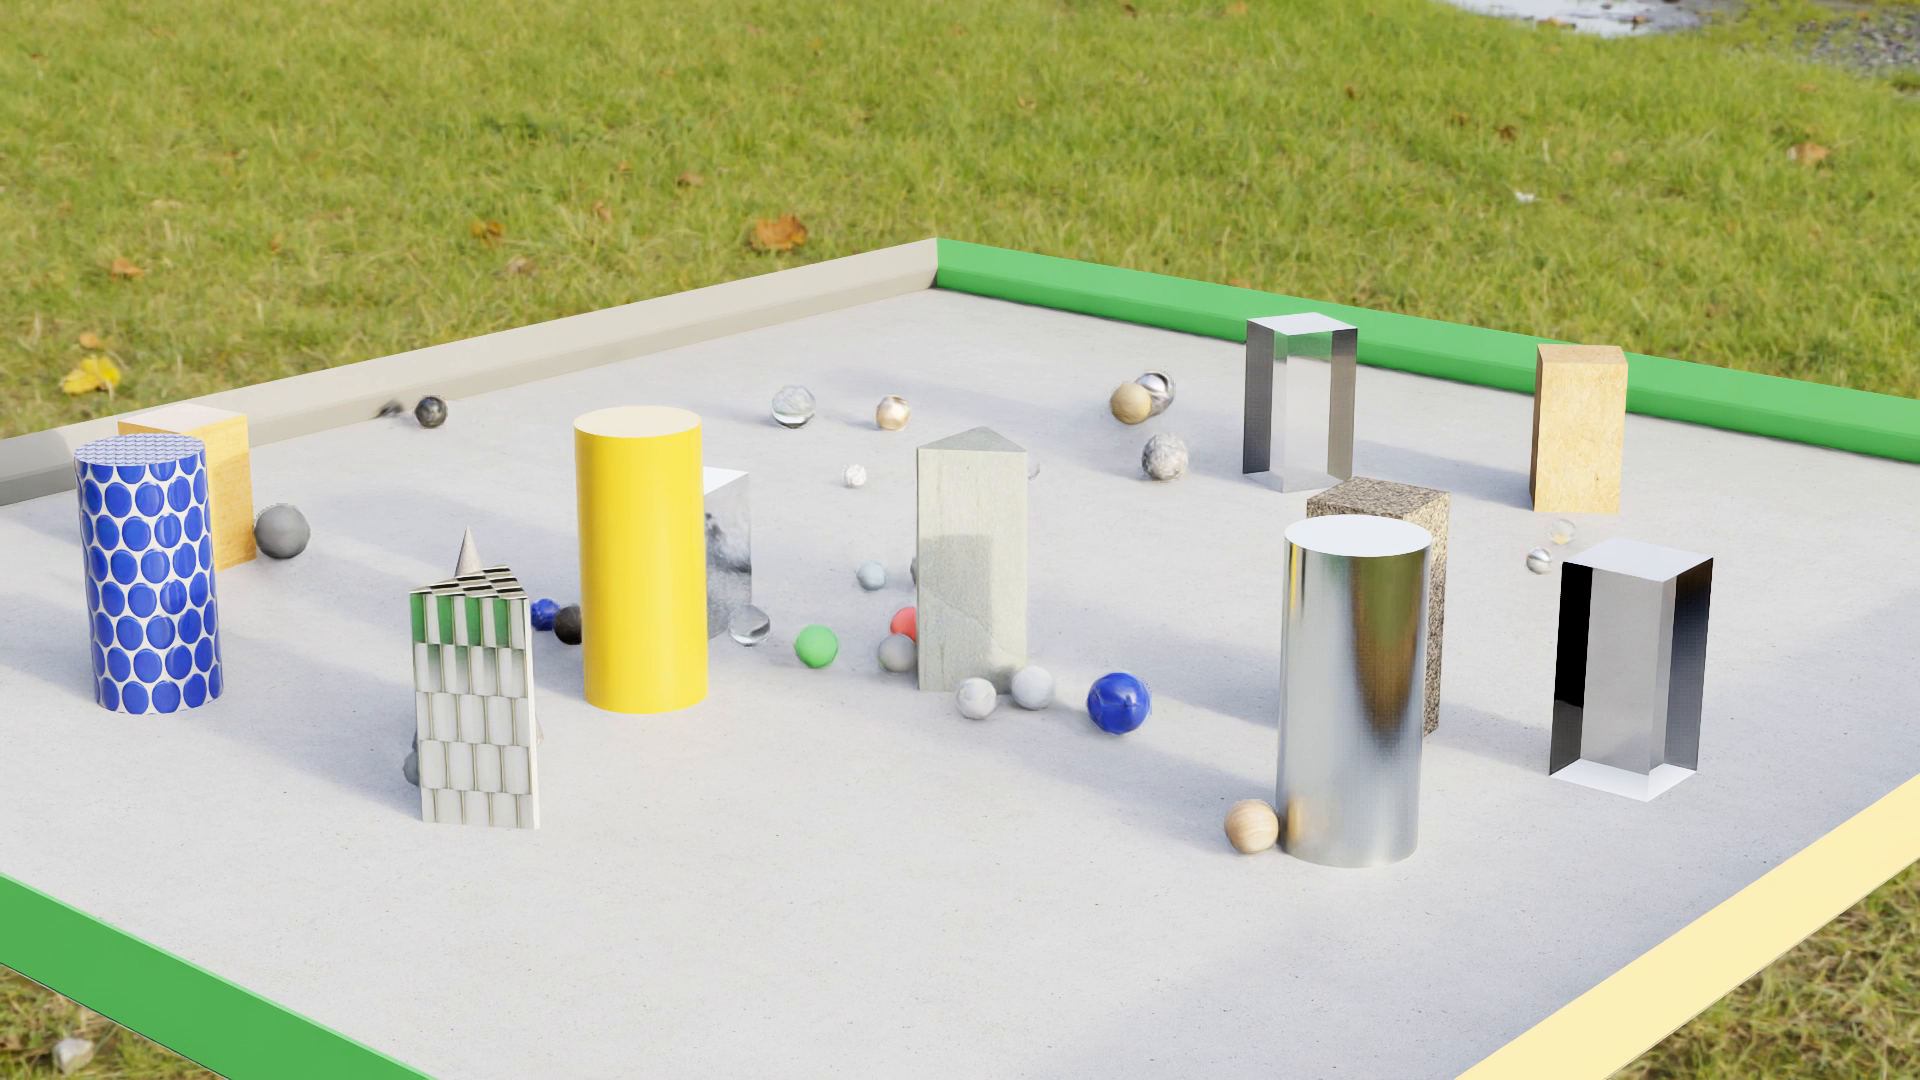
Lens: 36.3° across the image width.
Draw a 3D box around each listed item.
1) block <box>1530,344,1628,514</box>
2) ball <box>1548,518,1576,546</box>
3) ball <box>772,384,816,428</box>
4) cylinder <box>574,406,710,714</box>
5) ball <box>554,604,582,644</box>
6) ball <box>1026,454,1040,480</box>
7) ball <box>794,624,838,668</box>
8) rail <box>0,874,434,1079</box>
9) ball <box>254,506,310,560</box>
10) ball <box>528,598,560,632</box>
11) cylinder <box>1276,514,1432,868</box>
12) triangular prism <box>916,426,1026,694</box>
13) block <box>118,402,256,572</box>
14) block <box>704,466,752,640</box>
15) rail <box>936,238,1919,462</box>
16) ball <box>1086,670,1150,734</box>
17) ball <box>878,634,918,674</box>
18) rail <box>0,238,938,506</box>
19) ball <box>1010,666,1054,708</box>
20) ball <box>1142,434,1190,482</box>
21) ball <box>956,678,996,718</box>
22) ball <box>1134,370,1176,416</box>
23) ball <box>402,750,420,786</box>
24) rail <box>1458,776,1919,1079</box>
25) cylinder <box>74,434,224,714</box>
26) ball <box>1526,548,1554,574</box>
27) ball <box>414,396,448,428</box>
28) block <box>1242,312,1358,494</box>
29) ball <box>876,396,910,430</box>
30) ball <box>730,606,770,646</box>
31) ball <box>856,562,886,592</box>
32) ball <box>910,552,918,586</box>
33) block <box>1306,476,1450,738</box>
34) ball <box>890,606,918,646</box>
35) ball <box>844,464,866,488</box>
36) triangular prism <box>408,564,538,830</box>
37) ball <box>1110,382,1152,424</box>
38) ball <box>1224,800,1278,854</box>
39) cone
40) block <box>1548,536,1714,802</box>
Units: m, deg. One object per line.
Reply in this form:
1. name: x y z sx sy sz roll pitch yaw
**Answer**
1. block: 1.191 -0.215 5.656 0.158 0.294 0.158 2 17 7
2. ball: 1.112 -0.015 5.417 0.049 0.049 0.049 0 17 0
3. ball: -0.352 -0.283 6.230 0.094 0.094 0.094 0 17 0
4. cylinder: -0.497 0.030 4.585 0.197 0.444 0.197 0 17 0
5. ball: -0.642 0.141 4.869 0.067 0.067 0.067 0 17 0
6. ball: 0.134 -0.146 5.846 0.052 0.052 0.052 0 17 0
7. ball: -0.233 0.172 4.759 0.070 0.070 0.070 0 17 0
8. rail: -1.255 0.449 3.736 3.529 0.128 0.045 14 22 39
9. ball: -1.230 -0.013 5.324 0.099 0.099 0.099 0 17 0
10. ball: -0.699 0.126 4.935 0.057 0.057 0.057 0 17 0
11. cylinder: 0.535 0.205 4.005 0.197 0.442 0.197 0 17 0
12. triangular prism: 0.027 0.030 4.664 0.171 0.398 0.148 2 17 7
13. block: -1.390 -0.089 5.278 0.158 0.271 0.158 10 20 31
14. block: -0.461 0.018 4.951 0.158 0.254 0.158 8 18 24
15. rail: 1.255 -0.385 6.504 3.529 0.128 0.045 14 22 39
16. ball: 0.242 0.247 4.463 0.097 0.097 0.097 0 17 0
17. ball: -0.100 0.183 4.731 0.065 0.065 0.065 0 17 0
18. rail: -1.314 -0.297 6.213 0.045 0.128 3.876 14 22 39
19. ball: 0.113 0.229 4.574 0.068 0.068 0.068 0 17 0
20. ball: 0.408 -0.165 5.834 0.095 0.095 0.095 0 17 0
21. ball: 0.025 0.244 4.533 0.063 0.063 0.063 0 17 0
22. ball: 0.417 -0.318 6.341 0.096 0.096 0.096 0 17 0
23. ball: -0.782 0.331 4.259 0.054 0.054 0.054 0 17 0
24. rail: 1.314 0.361 4.027 0.045 0.128 3.876 14 22 39
25. cylinder: -1.268 0.051 4.588 0.197 0.400 0.197 0 17 0
26. ball: 1.037 0.037 5.246 0.048 0.048 0.048 0 17 0
27. ball: -1.124 -0.271 6.232 0.070 0.070 0.070 0 17 0
28. block: 0.672 -0.273 5.807 0.158 0.318 0.158 -8 18 -24
29. ball: -0.143 -0.269 6.213 0.075 0.075 0.075 0 17 0
30. ball: -0.348 0.143 4.859 0.069 0.069 0.069 0 17 0
31. ball: -0.155 0.064 5.147 0.053 0.053 0.053 0 17 0
32. ball: -0.038 0.051 5.115 0.097 0.097 0.097 0 17 0
33. block: 0.624 0.114 4.423 0.158 0.376 0.158 11 20 33
34. ball: -0.080 0.145 4.849 0.070 0.070 0.070 0 17 0
35. ball: -0.207 -0.126 5.793 0.046 0.046 0.046 0 17 0
36. triangular prism: -0.662 0.218 4.143 0.171 0.339 0.148 3 17 10
37. ball: 0.365 -0.291 6.265 0.089 0.089 0.089 0 17 0
38. ball: 0.400 0.394 4.018 0.073 0.073 0.073 0 17 0
39. cone: -0.730 0.139 4.393 0.197 0.344 0.197 0 17 0
40. block: 0.975 0.185 4.263 0.158 0.331 0.158 13 21 38
